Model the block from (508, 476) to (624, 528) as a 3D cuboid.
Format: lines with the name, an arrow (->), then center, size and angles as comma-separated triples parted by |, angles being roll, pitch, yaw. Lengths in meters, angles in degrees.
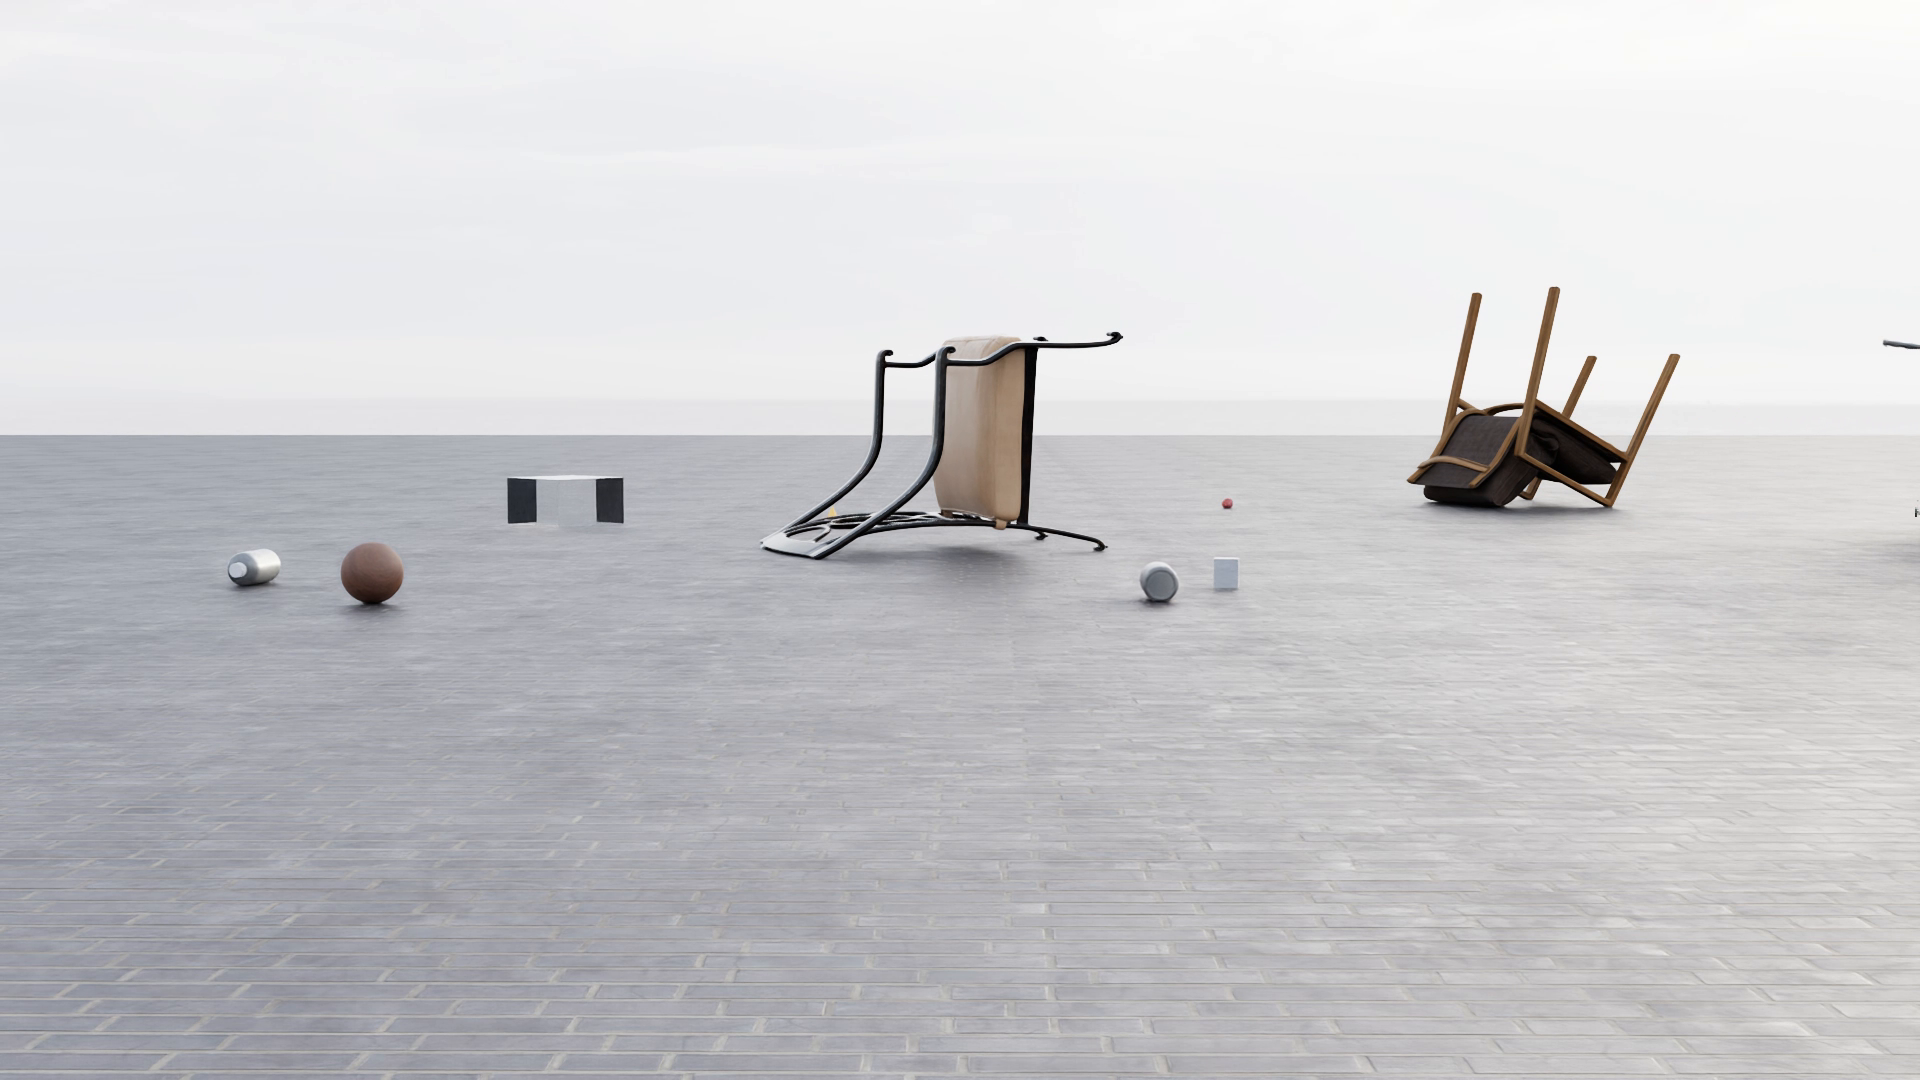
block -> -1.316, -0.132, 7.337 | 0.271, 0.154, 0.272 | 4, 5, 42

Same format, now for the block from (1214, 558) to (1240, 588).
block -> 0.604, 0.074, 4.984 | 0.054, 0.066, 0.047 | 1, 4, 10

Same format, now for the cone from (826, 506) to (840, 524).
cone -> -0.426, -0.086, 7.345 | 0.051, 0.062, 0.057 | 1, 4, 15
